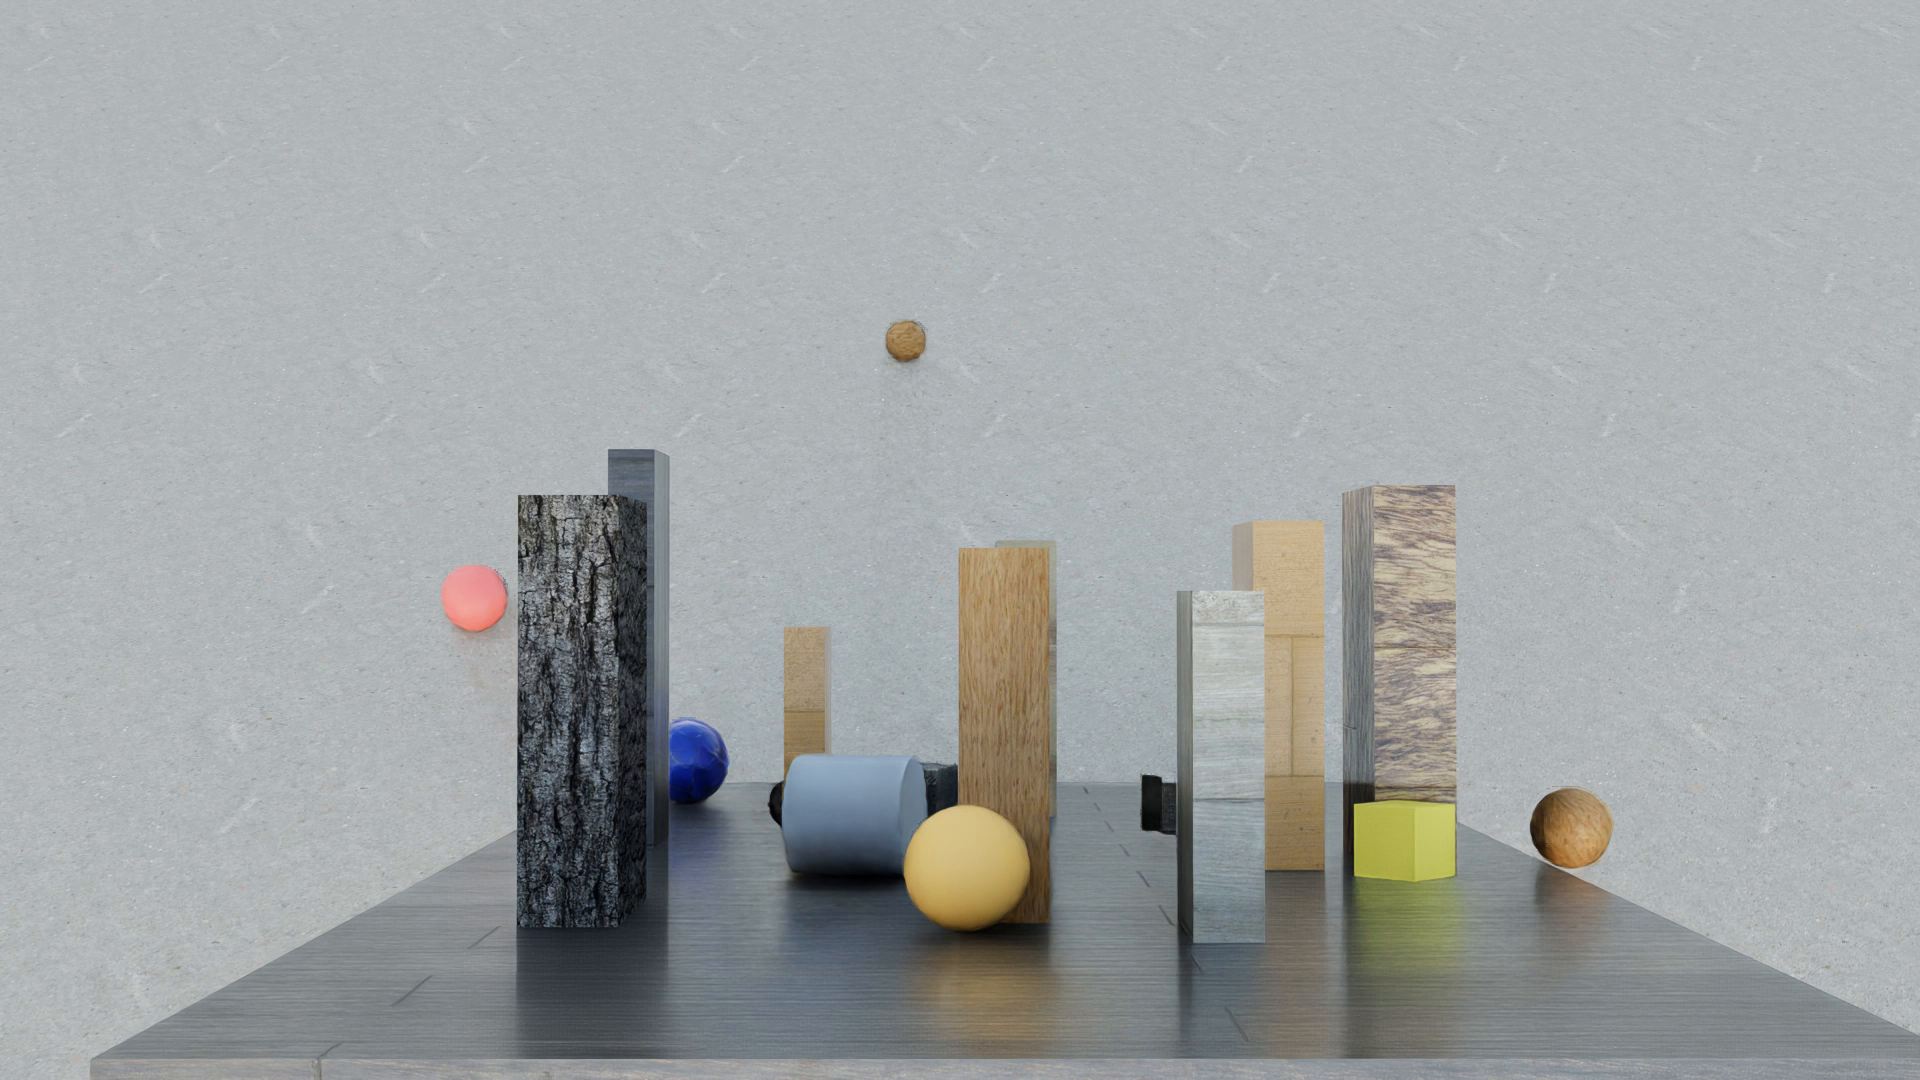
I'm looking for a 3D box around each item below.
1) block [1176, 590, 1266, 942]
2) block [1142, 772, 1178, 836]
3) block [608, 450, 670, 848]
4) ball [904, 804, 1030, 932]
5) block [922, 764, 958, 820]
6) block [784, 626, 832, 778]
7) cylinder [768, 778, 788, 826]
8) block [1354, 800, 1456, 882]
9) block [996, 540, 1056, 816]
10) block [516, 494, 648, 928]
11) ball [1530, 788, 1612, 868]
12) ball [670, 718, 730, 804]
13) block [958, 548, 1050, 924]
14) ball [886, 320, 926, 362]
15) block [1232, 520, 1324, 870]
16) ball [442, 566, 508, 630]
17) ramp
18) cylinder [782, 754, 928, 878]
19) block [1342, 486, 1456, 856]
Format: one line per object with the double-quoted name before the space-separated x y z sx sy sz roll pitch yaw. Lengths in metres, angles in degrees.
"block" 0.381 0.324 3.809 0.102 0.498 0.267 0 -1 0
"block" 0.457 0.545 5.367 0.117 0.117 0.117 1 -1 -33
"block" -0.638 0.213 5.156 0.091 0.774 0.261 0 -1 0
"ball" 0.010 0.481 3.799 0.185 0.185 0.185 0 33 0
"block" -0.110 0.503 4.740 0.178 0.178 0.178 0 -1 13
"block" -0.342 0.404 5.836 0.090 0.418 0.277 0 -1 0
"cylinder" -0.339 0.549 5.440 0.112 0.112 0.112 1 -1 2
"block" 0.777 0.524 4.534 0.125 0.125 0.125 -1 -2 44
"block" 0.148 0.309 5.880 0.131 0.610 0.295 0 -1 0
"block" -0.583 0.257 4.028 0.150 0.641 0.352 0 -1 0
"ball" 1.122 0.530 4.766 0.147 0.147 0.147 0 33 0
"ball" -0.642 0.519 6.095 0.198 0.198 0.198 0 33 0
"block" 0.066 0.297 4.065 0.136 0.563 0.342 0 -1 0
"ball" -0.183 -0.674 8.782 0.139 0.139 0.139 0 33 0
"block" 0.588 0.281 4.819 0.126 0.623 0.361 0 -1 0
"ball" -1.394 0.167 7.451 0.187 0.187 0.187 0 33 0
"ramp" 0.073 0.642 4.759 2.000 0.100 4.000 0 -1 0
"cylinder" -0.183 0.483 4.554 0.207 0.207 0.207 1 33 13
"block" 0.812 0.249 4.821 0.146 0.687 0.386 0 -1 0
